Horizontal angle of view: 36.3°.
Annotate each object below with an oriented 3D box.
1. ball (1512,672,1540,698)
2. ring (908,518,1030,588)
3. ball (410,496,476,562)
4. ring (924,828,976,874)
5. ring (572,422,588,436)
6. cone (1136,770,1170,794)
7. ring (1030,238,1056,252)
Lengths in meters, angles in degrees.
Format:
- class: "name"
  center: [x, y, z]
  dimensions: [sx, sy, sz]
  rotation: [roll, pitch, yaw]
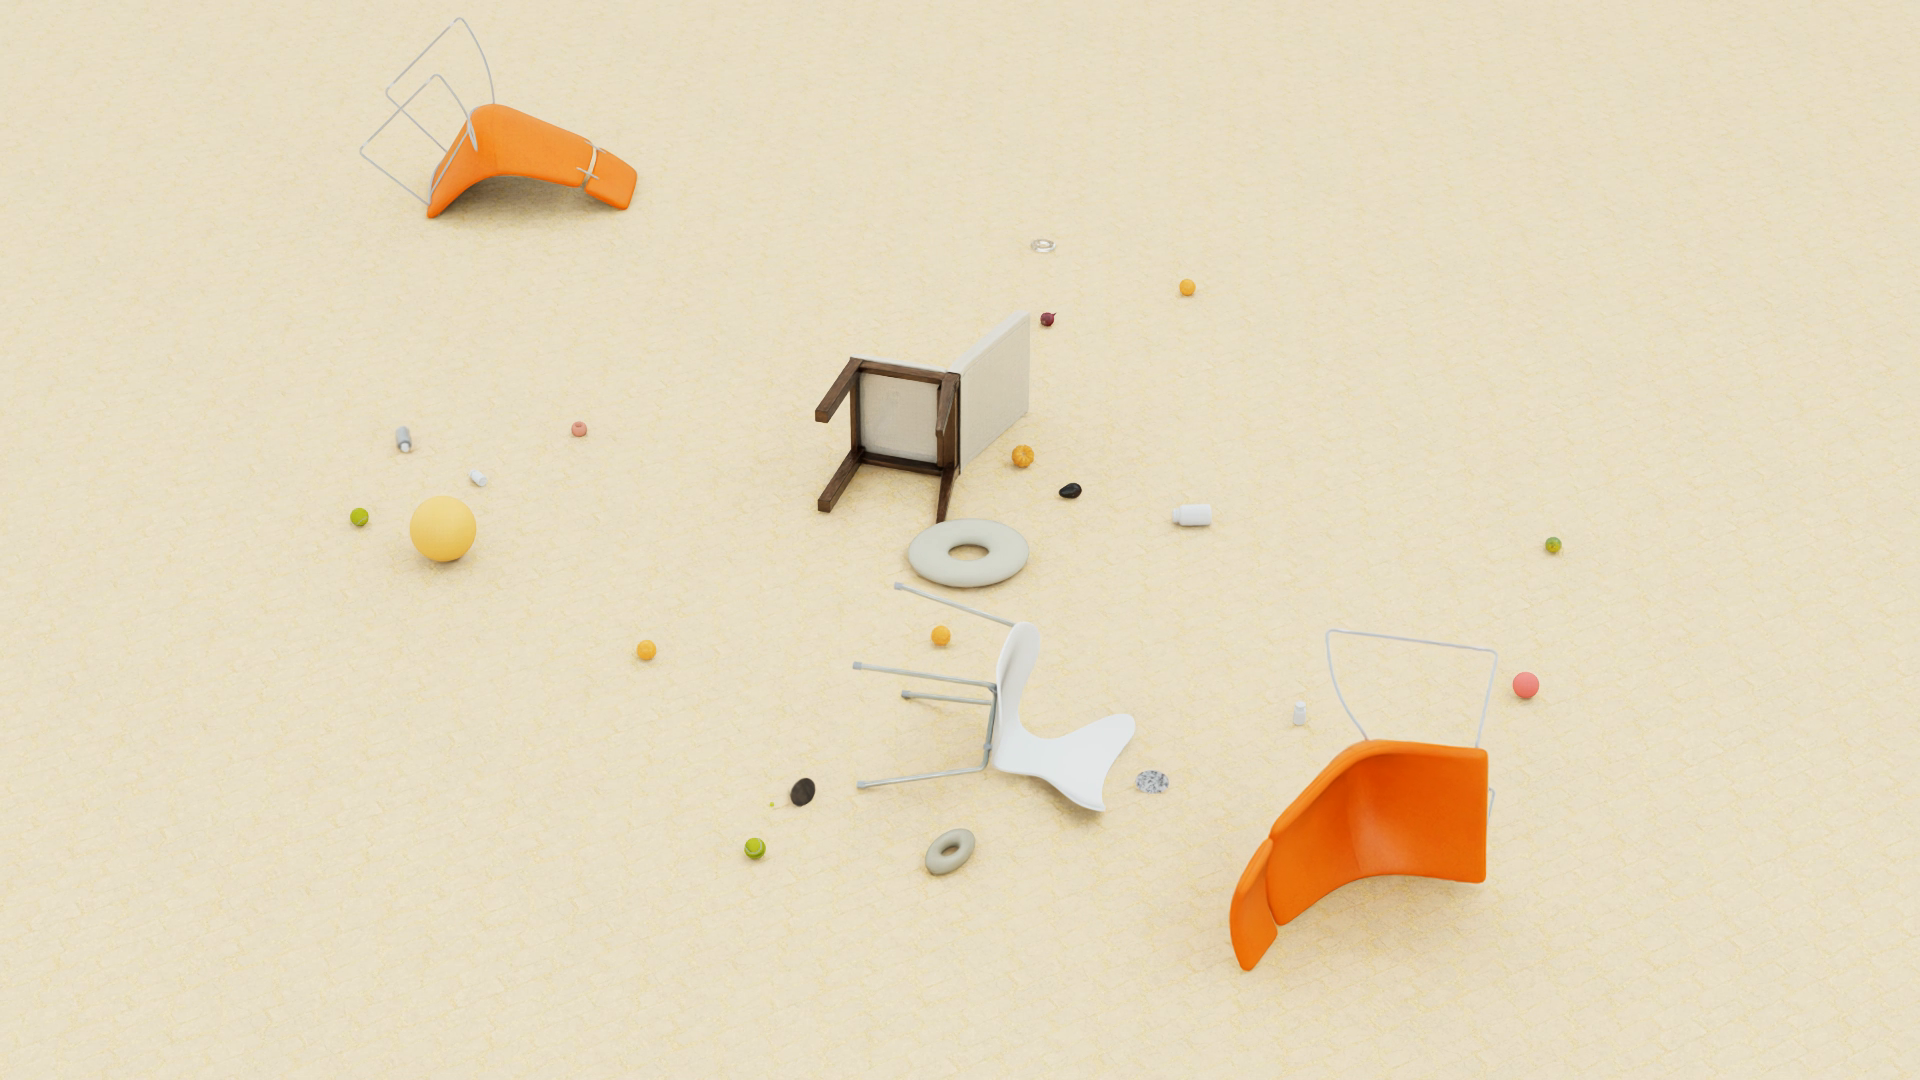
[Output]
- class: "ball"
  center: [1.950, 0.499, 10.104]
  dimensions: [0.092, 0.092, 0.092]
  rotation: [0, 33, 0]
- class: "ring"
  center: [0.032, 0.045, 10.810]
  dimensions: [0.451, 0.073, 0.417]
  rotation: [-5, 34, -6]
- class: "ball"
  center: [-1.902, -0.042, 10.786]
  dimensions: [0.244, 0.244, 0.244]
  rotation: [0, 33, 0]
- class: "ring"
  center: [-0.031, 0.996, 9.386]
  dimensions: [0.131, 0.052, 0.226]
  rotation: [20, 39, 25]
- class: "ring"
  center: [-1.503, -0.438, 11.572]
  dimensions: [0.062, 0.042, 0.067]
  rotation: [-11, 37, -13]
- class: "cone"
  center: [0.637, 0.799, 9.702]
  dimensions: [0.111, 0.078, 0.054]
  rotation: [3, -2, 5]
- class: "ring"
  center: [0.367, -1.295, 12.890]
  dimensions: [0.105, 0.021, 0.116]
  rotation: [-27, 41, -34]
